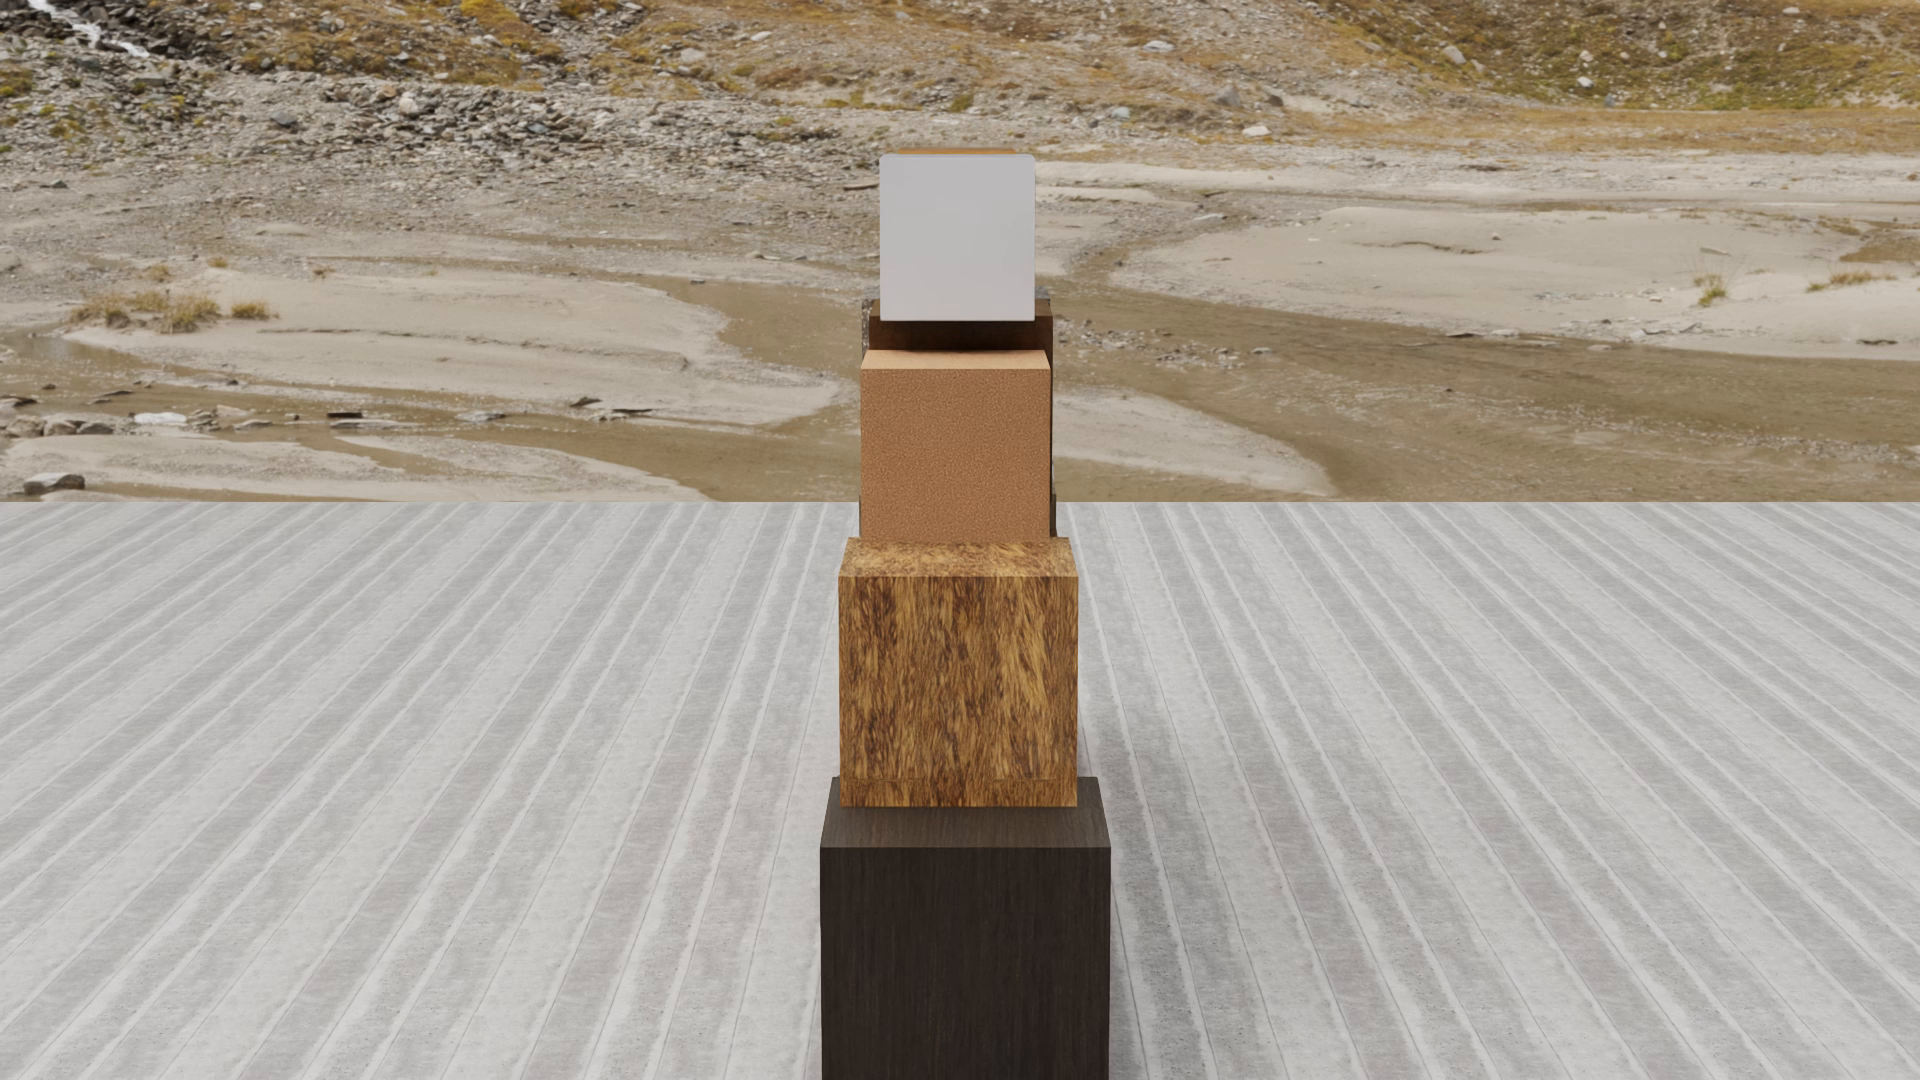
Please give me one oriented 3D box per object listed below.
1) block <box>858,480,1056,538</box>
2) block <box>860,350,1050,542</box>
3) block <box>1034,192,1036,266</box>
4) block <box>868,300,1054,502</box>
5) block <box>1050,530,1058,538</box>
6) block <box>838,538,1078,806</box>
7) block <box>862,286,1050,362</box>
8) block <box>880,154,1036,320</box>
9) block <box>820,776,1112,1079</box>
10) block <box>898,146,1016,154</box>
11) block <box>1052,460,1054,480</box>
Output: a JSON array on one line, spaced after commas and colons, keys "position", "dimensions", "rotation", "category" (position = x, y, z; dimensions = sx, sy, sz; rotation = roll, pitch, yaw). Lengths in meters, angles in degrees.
[{"position": [-0.010, 0.185, 11.187], "dimensions": [0.817, 0.940, 0.988], "rotation": [0, 10, 0], "category": "block"}, {"position": [-0.017, -0.377, 10.011], "dimensions": [0.712, 0.660, 0.709], "rotation": [0, 10, 0], "category": "block"}, {"position": [0.004, -1.304, 10.946], "dimensions": [0.613, 0.566, 0.710], "rotation": [0, 10, 0], "category": "block"}, {"position": [0.004, -0.597, 10.742], "dimensions": [0.738, 0.756, 0.805], "rotation": [0, 10, 0], "category": "block"}, {"position": [0.007, 0.418, 10.312], "dimensions": [0.786, 0.794, 0.794], "rotation": [0, 10, 0], "category": "block"}, {"position": [-0.006, 0.468, 9.488], "dimensions": [0.844, 0.829, 0.837], "rotation": [0, 9, 0], "category": "block"}, {"position": [-0.017, -0.731, 11.499], "dimensions": [0.815, 0.756, 0.714], "rotation": [0, 10, 0], "category": "block"}, {"position": [-0.010, -1.223, 10.304], "dimensions": [0.605, 0.631, 0.568], "rotation": [0, 10, 0], "category": "block"}, {"position": [0.018, 1.416, 9.184], "dimensions": [0.986, 0.928, 0.886], "rotation": [0, 10, 0], "category": "block"}, {"position": [-0.013, -1.474, 11.569], "dimensions": [0.516, 0.571, 0.573], "rotation": [0, 11, 0], "category": "block"}, {"position": [0.014, -0.053, 12.044], "dimensions": [0.825, 0.725, 0.768], "rotation": [0, 10, 0], "category": "block"}]
